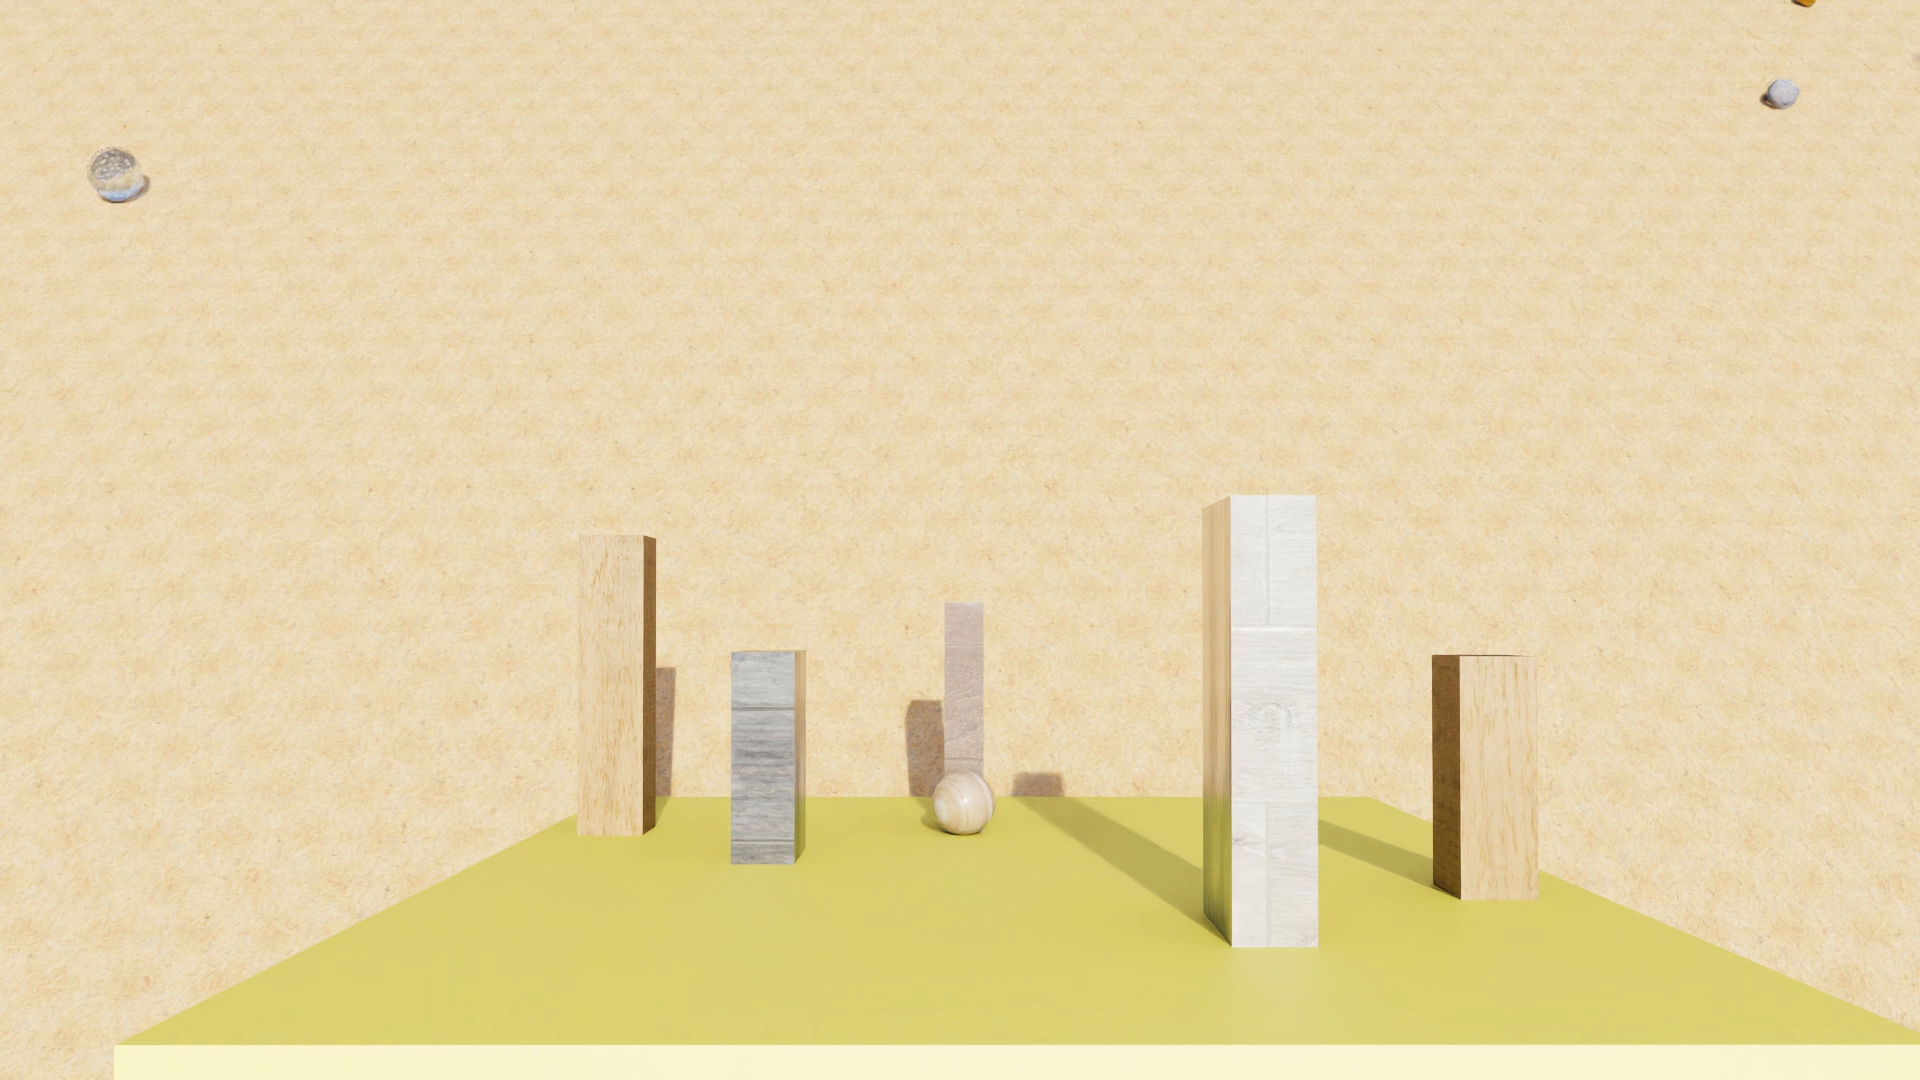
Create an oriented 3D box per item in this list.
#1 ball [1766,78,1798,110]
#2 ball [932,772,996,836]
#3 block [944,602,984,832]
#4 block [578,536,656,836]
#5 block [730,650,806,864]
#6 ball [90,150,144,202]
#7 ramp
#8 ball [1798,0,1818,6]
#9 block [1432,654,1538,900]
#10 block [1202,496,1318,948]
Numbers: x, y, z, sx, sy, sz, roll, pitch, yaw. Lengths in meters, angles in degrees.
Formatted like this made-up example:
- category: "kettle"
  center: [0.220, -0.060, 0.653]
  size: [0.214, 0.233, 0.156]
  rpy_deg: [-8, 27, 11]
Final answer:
- category: "ball"
  center: [3.290, -1.785, 10.388]
  size: [0.122, 0.122, 0.122]
  rpy_deg: [0, 35, 0]
- category: "ball"
  center: [0.008, 0.568, 5.610]
  size: [0.138, 0.138, 0.138]
  rpy_deg: [0, 35, 0]
- category: "block"
  center: [0.009, 0.393, 5.843]
  size: [0.086, 0.503, 0.317]
  rpy_deg: [0, -2, 0]
- category: "block"
  center: [-0.755, 0.317, 5.730]
  size: [0.141, 0.648, 0.240]
  rpy_deg: [0, -2, 0]
- category: "block"
  center: [-0.375, 0.421, 5.119]
  size: [0.121, 0.403, 0.366]
  rpy_deg: [0, -2, 0]
- category: "ball"
  center: [-3.158, -1.364, 9.724]
  size: [0.193, 0.193, 0.193]
  rpy_deg: [0, 35, 0]
- category: "ramp"
  center: [0.077, 0.663, 4.831]
  size: [2.000, 0.100, 4.000]
  rpy_deg: [0, -2, 0]
- category: "ball"
  center: [3.668, -2.369, 11.235]
  size: [0.111, 0.111, 0.111]
  rpy_deg: [0, 35, 0]
- category: "block"
  center: [0.894, 0.399, 4.436]
  size: [0.129, 0.403, 0.256]
  rpy_deg: [0, -2, 0]
- category: "block"
  center: [0.447, 0.264, 3.910]
  size: [0.122, 0.641, 0.435]
  rpy_deg: [0, -2, 0]
